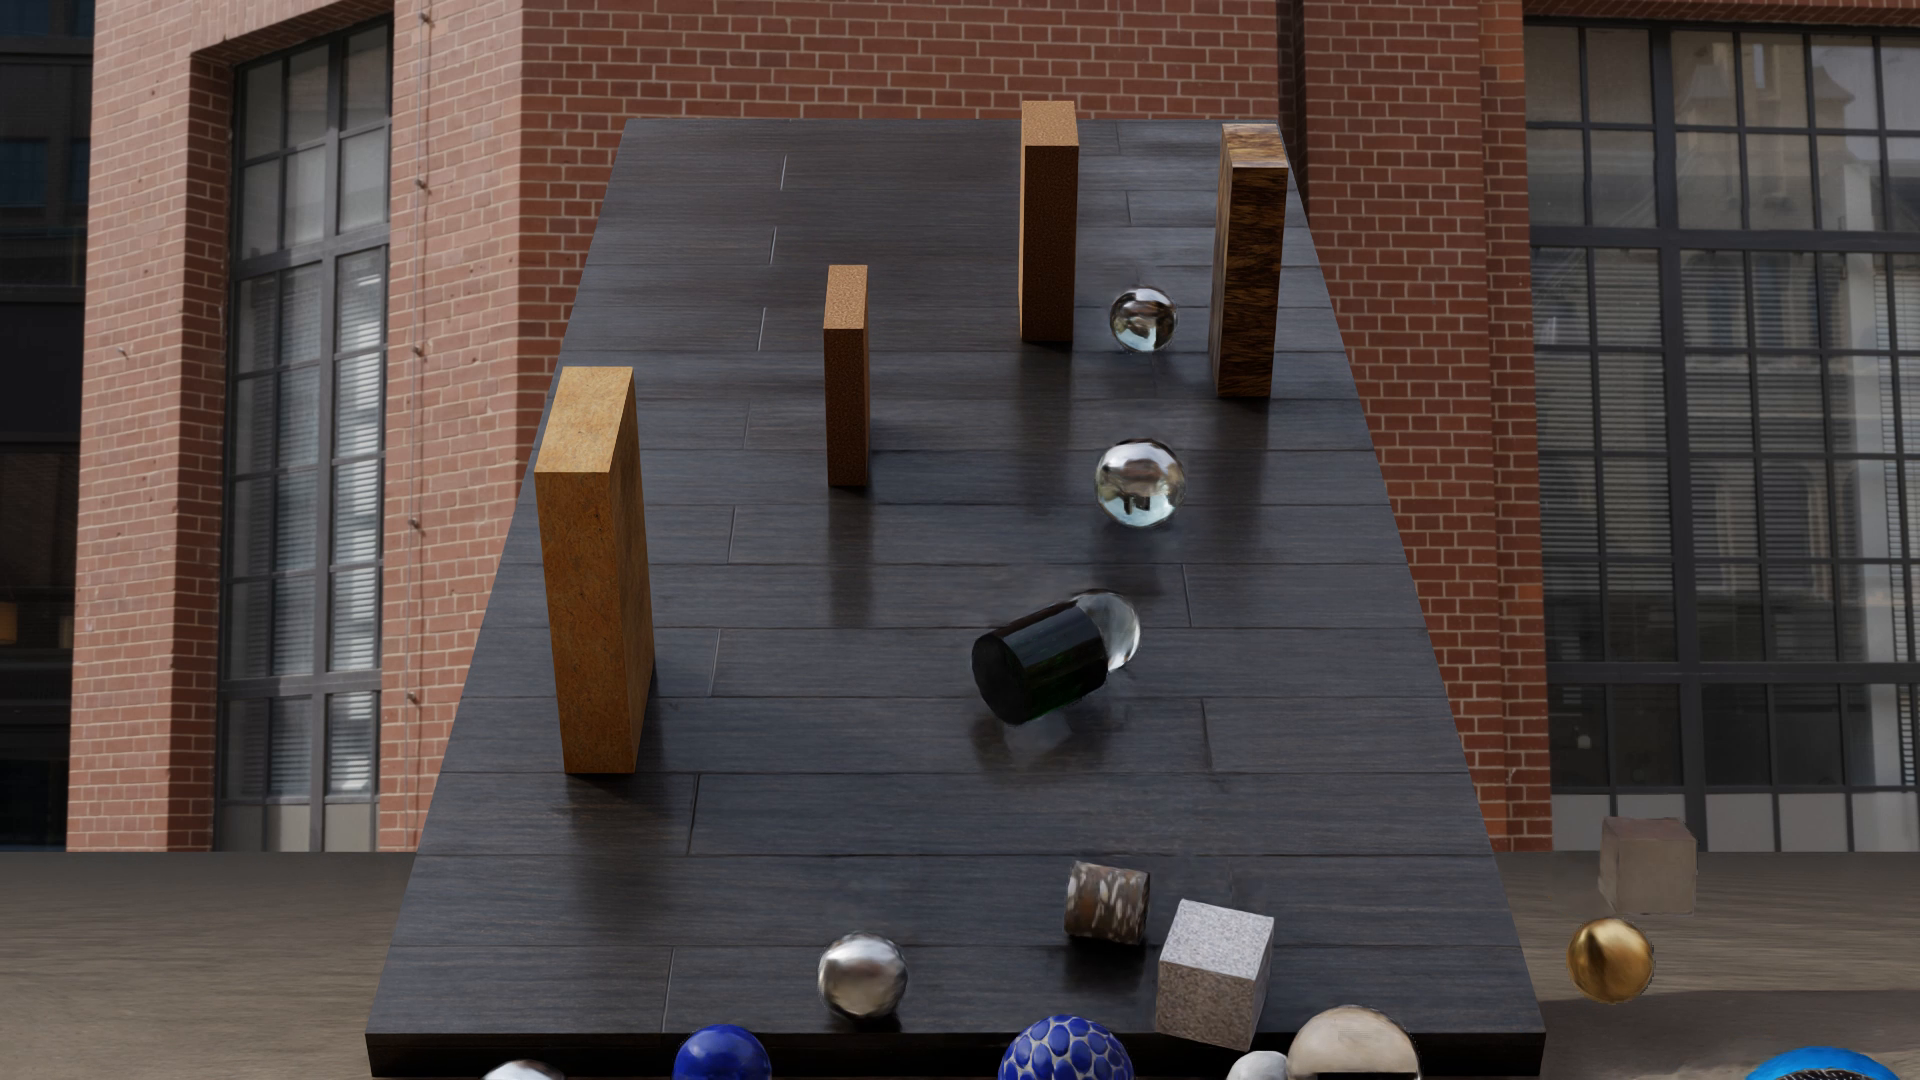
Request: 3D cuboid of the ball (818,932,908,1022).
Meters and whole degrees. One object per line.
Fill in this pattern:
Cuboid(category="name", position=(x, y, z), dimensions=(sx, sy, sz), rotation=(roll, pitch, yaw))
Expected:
Cuboid(category="ball", position=(-0.165, 0.740, 4.148), dimensions=(0.153, 0.153, 0.153), rotation=(0, -7, 0))

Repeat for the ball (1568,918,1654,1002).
Cuboid(category="ball", position=(1.425, 0.919, 5.365), dimensions=(0.182, 0.182, 0.182), rotation=(0, -7, 0))

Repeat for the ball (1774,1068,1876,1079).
Cuboid(category="ball", position=(0.787, 0.574, 2.207), dimensions=(0.193, 0.193, 0.193), rotation=(0, -7, 0))

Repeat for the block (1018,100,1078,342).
Cuboid(category="block", position=(0.224, -0.815, 6.261), dimensions=(0.132, 0.538, 0.289), rotation=(0, 32, 0))

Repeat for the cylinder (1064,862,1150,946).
Cuboid(category="cylinder", position=(0.261, 0.642, 4.323), dimensions=(0.130, 0.130, 0.130), rotation=(7, -6, 12))

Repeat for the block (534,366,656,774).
Cuboid(category="block", position=(-0.698, 0.059, 4.735), dimensions=(0.134, 0.678, 0.400), rotation=(0, 32, 0))

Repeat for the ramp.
Cuboid(category="ramp", position=(-0.015, -0.188, 5.862), dimensions=(2.000, 0.100, 4.000), rotation=(0, 32, 0))

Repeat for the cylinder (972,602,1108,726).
Cuboid(category="cylinder", position=(0.158, 0.246, 4.897), dimensions=(0.193, 0.193, 0.193), rotation=(-22, 6, -31))

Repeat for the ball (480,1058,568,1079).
Cuboid(category="ball", position=(-0.520, 0.688, 2.910), dimensions=(0.140, 0.140, 0.140), rotation=(0, -7, 0))

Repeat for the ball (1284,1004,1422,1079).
Cuboid(category="ball", position=(0.525, 0.712, 3.267), dimensions=(0.181, 0.181, 0.181), rotation=(0, -7, 0))

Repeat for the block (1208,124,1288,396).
Cuboid(category="block", position=(0.700, -0.681, 5.985), dimensions=(0.130, 0.610, 0.262), rotation=(0, 32, 0))

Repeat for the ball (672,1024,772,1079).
Cuboid(category="ball", position=(-0.338, 0.759, 3.476), dimensions=(0.140, 0.140, 0.140), rotation=(0, -7, 0))

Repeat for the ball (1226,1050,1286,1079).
Cuboid(category="ball", position=(0.421, 0.759, 3.368), dimensions=(0.113, 0.113, 0.113), rotation=(0, -7, 0))

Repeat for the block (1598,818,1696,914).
Cuboid(category="block", position=(1.663, 0.787, 5.931), dimensions=(0.182, 0.182, 0.182), rotation=(1, 10, 2))

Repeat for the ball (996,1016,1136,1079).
Cuboid(category="ball", position=(0.135, 0.695, 3.118), dimensions=(0.177, 0.177, 0.177), rotation=(0, -7, 0))

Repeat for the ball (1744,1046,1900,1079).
Cuboid(category="ball", position=(0.848, 0.595, 2.393), dimensions=(0.197, 0.197, 0.197), rotation=(0, -7, 0))

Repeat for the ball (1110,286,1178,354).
Cuboid(category="ball", position=(0.465, -0.559, 6.199), dimensions=(0.172, 0.172, 0.172), rotation=(0, -7, 0))

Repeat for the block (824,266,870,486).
Cuboid(category="block", position=(-0.261, -0.384, 5.697), dimensions=(0.089, 0.407, 0.324), rotation=(0, 32, 0))

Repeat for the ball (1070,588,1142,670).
Cuboid(category="ball", position=(0.285, 0.185, 5.017), dimensions=(0.171, 0.171, 0.171), rotation=(0, -7, 0))

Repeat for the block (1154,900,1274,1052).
Cuboid(category="block", position=(0.431, 0.737, 4.149), dimensions=(0.162, 0.162, 0.162), rotation=(10, 33, 15))

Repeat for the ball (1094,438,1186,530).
Cuboid(category="ball", position=(0.402, -0.127, 5.482), dimensions=(0.206, 0.206, 0.206), rotation=(0, -7, 0))
